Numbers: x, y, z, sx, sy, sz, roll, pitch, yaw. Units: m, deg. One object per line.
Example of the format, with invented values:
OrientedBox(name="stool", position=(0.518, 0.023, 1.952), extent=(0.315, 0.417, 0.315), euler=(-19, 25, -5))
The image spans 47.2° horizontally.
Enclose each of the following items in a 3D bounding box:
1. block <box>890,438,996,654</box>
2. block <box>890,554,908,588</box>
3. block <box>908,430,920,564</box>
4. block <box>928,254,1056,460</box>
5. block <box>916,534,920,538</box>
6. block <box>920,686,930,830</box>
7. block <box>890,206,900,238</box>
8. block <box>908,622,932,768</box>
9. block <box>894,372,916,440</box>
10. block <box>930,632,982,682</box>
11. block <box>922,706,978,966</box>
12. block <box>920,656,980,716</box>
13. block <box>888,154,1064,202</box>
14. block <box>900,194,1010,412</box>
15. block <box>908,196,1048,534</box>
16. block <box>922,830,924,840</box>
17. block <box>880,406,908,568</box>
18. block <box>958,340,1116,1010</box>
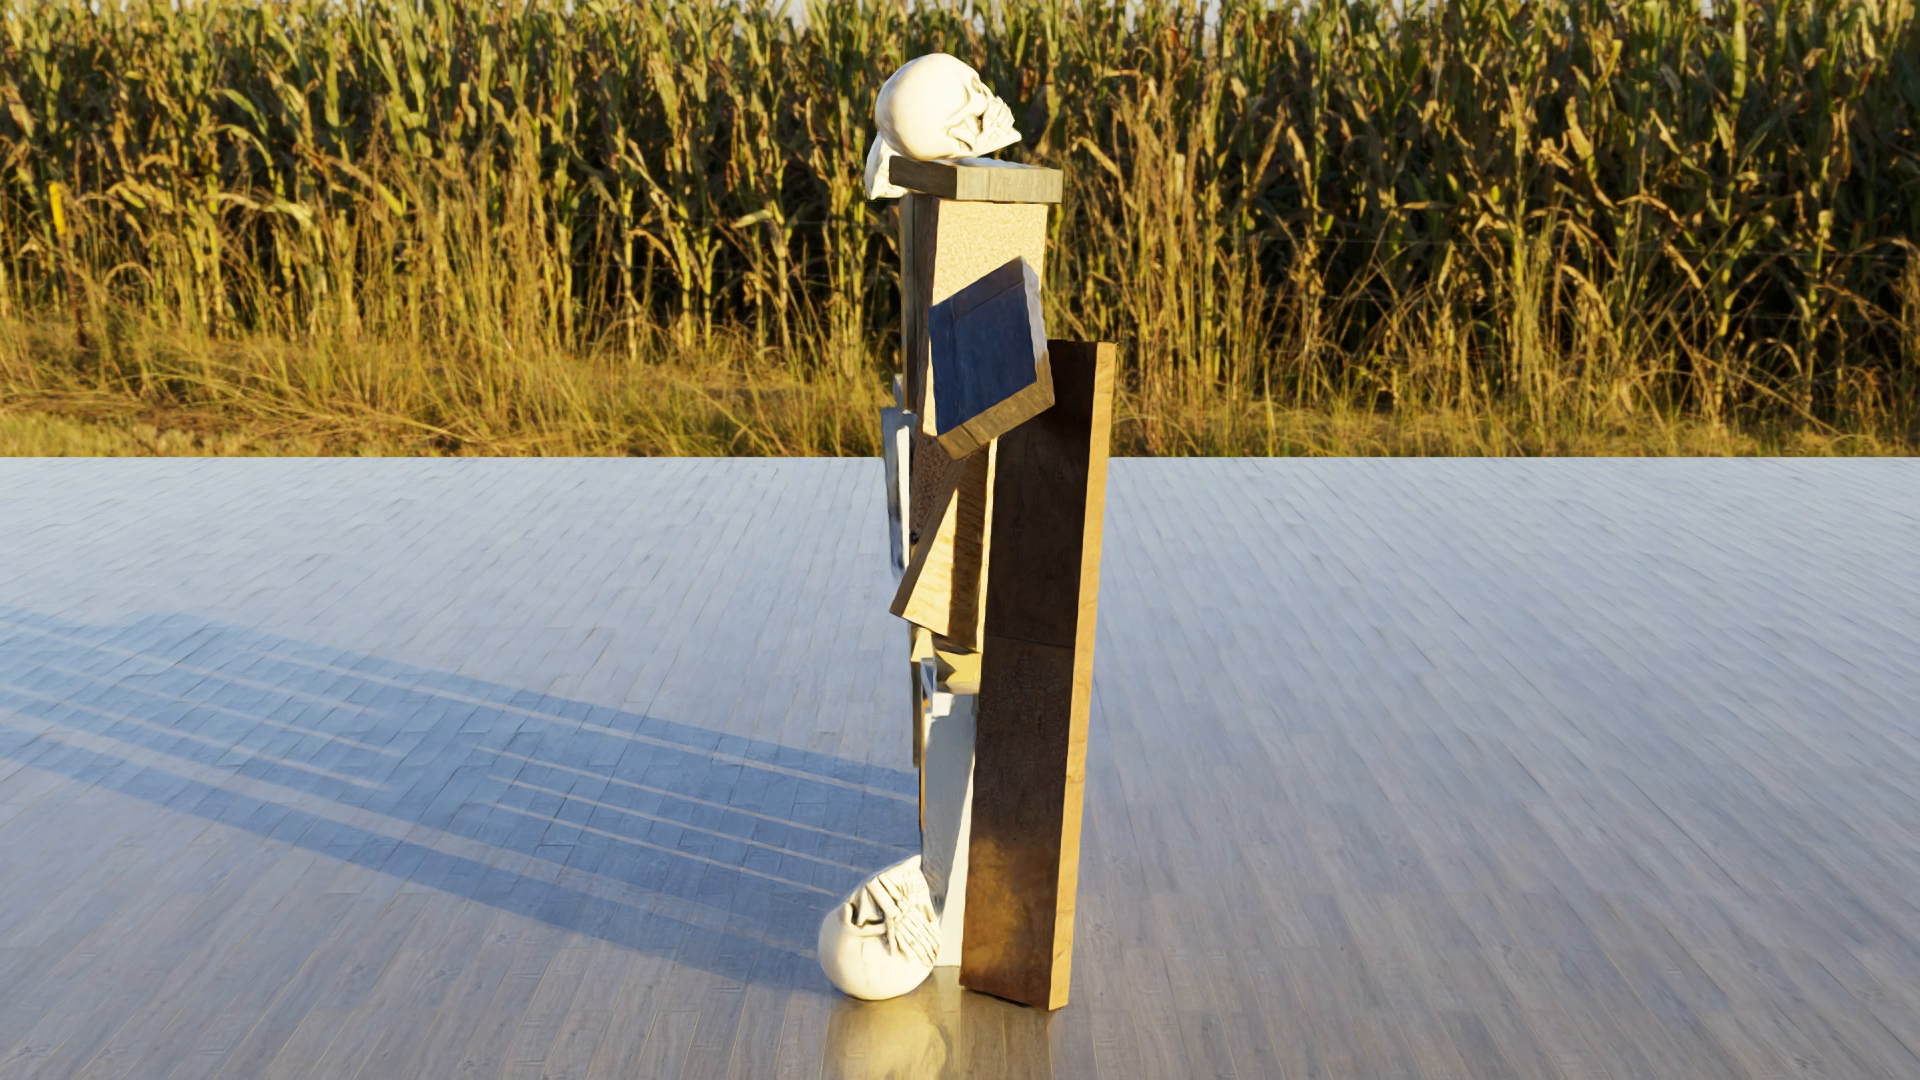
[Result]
OrientedBox(name="block", position=(0.032, -0.009, 3.297), extent=(0.164, 0.328, 0.046), euler=(26, -7, -29))
OrientedBox(name="block", position=(-0.035, 0.071, 3.804), extent=(0.134, 0.038, 0.268), euler=(-3, 16, -10))
OrientedBox(name="block", position=(-0.015, -0.047, 3.641), extent=(0.138, 0.276, 0.039), euler=(-2, 19, -7))
OrientedBox(name="block", position=(0.041, -0.264, 3.128), extent=(0.164, 0.046, 0.328), euler=(-29, 35, 18))
OrientedBox(name="block", position=(0.006, -0.001, 3.501), extent=(0.089, 0.025, 0.177), euler=(0, 10, -25))
OrientedBox(name="block", position=(-0.004, 0.340, 3.464), extent=(0.115, 0.230, 0.033), euler=(0, 10, -5))
OrientedBox(name="block", position=(-0.040, -0.517, 3.671), extent=(0.117, 0.033, 0.233), euler=(-4, 22, -11))
OrientedBox(name="block", position=(-0.018, 0.248, 3.744), extent=(0.134, 0.268, 0.038), euler=(-2, 8, -9))
OrientedBox(name="block", position=(-0.027, -0.227, 3.674), extent=(0.138, 0.039, 0.276), euler=(-2, 20, -8))
OrientedBox(name="block", position=(0.001, 0.144, 3.382), extent=(0.089, 0.025, 0.177), euler=(0, 44, -6))
OrientedBox(name="block", position=(0.002, 0.450, 3.332), extent=(0.115, 0.397, 0.033), euler=(1, 10, -1))
OrientedBox(name="block", position=(0.006, 0.222, 3.376), extent=(0.115, 0.033, 0.230), euler=(0, 11, -6))
OrientedBox(name="block", position=(0.020, -0.580, 3.519), extent=(0.172, 0.049, 0.345), euler=(-1, 13, -19))
OrientedBox(name="block", position=(-0.006, -0.379, 3.529), extent=(0.172, 0.345, 0.049), euler=(-1, -3, -10))
OrientedBox(name="block", position=(0.027, -0.269, 3.448), extent=(0.172, 0.521, 0.049), euler=(2, 10, -16))
OrientedBox(name="block", position=(-0.010, 0.307, 3.927), extent=(0.134, 0.455, 0.038), euler=(-2, 9, 2))
OrientedBox(name="block", position=(-0.057, -0.096, 3.800), extent=(0.138, 0.276, 0.039), euler=(-6, 17, -9))
OrientedBox(name="block", position=(0.110, 0.191, 3.192), extent=(0.164, 0.960, 0.046), euler=(7, 6, 37))
